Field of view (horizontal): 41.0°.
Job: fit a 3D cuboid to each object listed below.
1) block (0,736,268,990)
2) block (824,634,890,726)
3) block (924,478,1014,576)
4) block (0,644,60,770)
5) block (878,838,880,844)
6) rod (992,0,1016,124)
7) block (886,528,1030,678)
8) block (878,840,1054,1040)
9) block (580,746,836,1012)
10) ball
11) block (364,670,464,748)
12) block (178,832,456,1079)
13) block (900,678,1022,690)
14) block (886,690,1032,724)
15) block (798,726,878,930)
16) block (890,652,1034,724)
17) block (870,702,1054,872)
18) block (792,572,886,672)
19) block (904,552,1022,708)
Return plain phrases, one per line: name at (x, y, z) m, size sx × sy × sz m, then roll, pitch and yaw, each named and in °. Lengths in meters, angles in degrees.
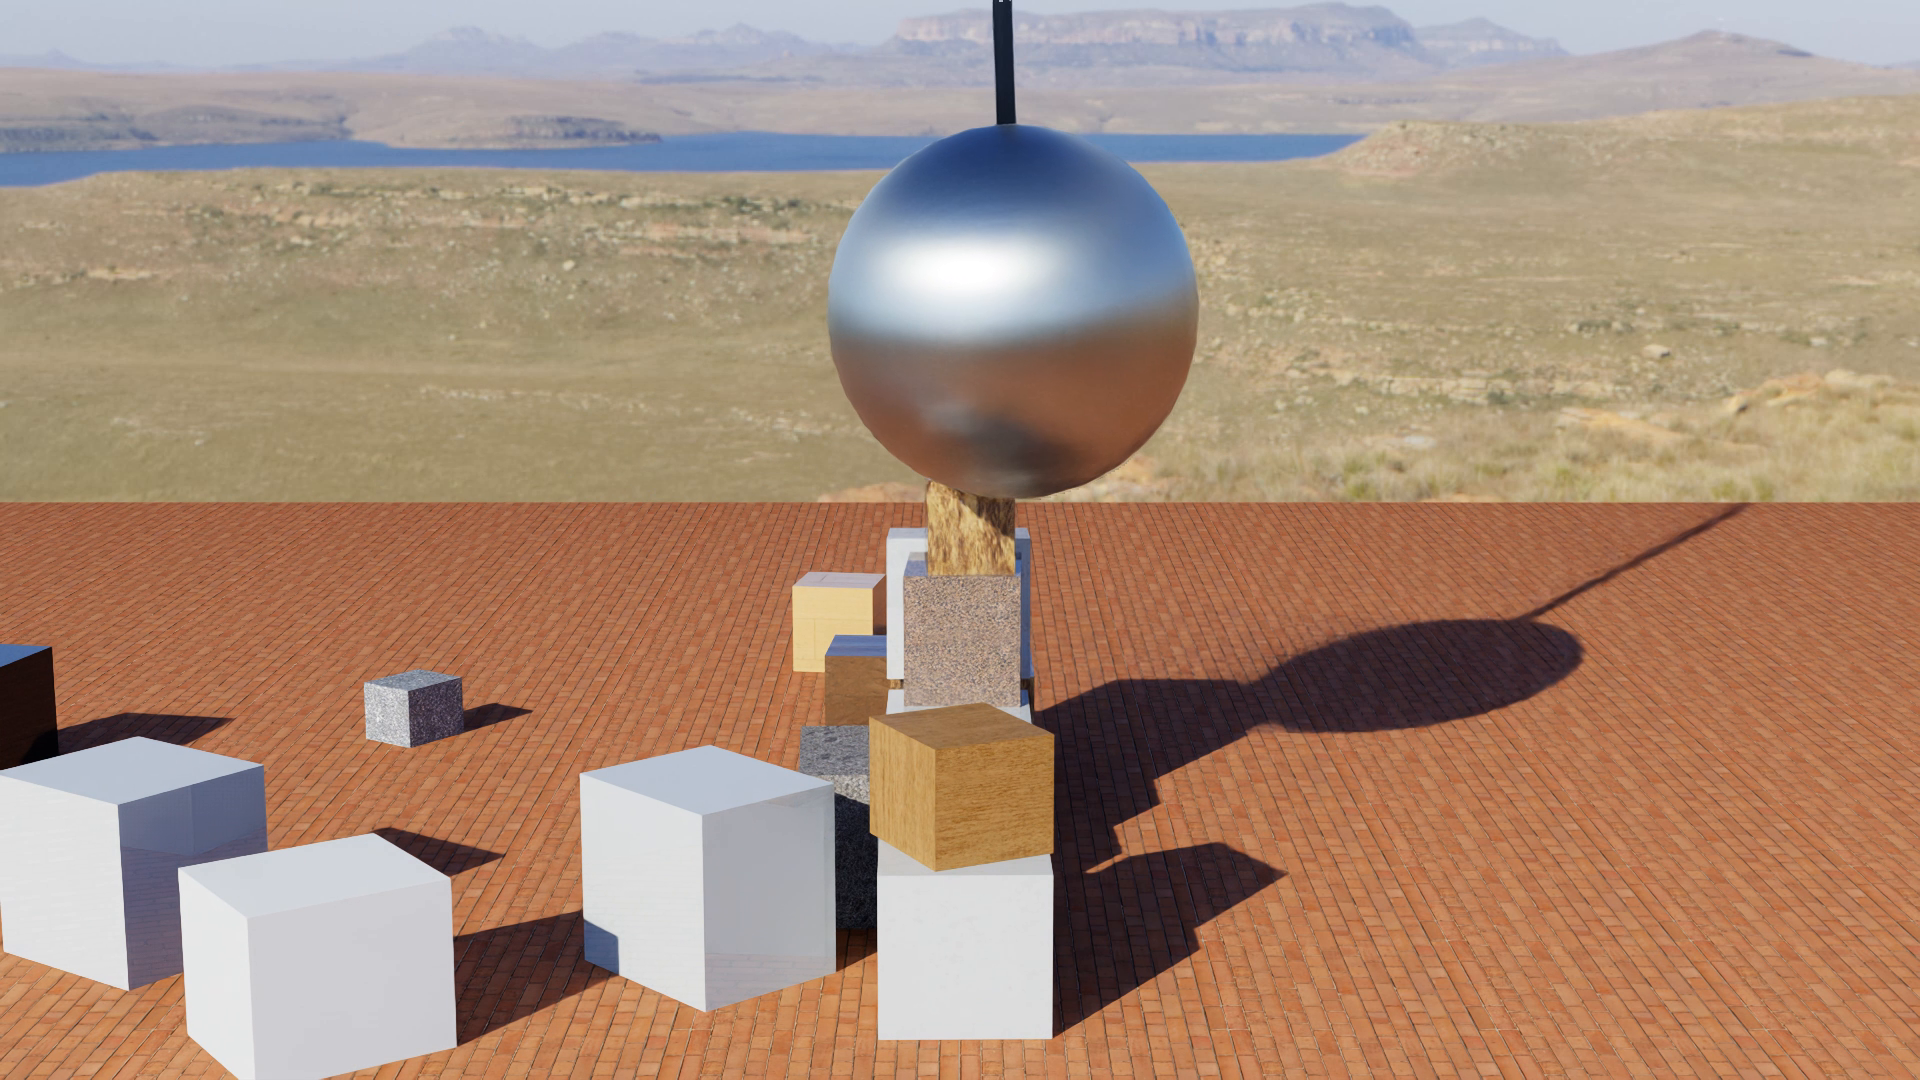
block at (-3.346, 1.289, 10.389) m, size 0.795 × 0.747 × 0.707 m, roll 7°, pitch 13°, yaw 34°
block at (-0.424, 0.813, 13.663) m, size 0.534 × 0.512 × 0.518 m, roll 1°, pitch 10°, yaw 3°
block at (0.040, -0.094, 11.863) m, size 0.396 × 0.434 × 0.434 m, roll -1°, pitch 10°, yaw -3°
block at (-5.012, 0.889, 12.923) m, size 0.669 × 0.627 × 0.571 m, roll 2°, pitch 11°, yaw 11°
block at (-0.013, 1.428, 10.335) m, size 0.634 × 0.493 × 0.570 m, roll 0°, pitch 10°, yaw -2°
rod at (0.098, -4.318, 10.395) m, size 0.080 × 5.200 × 0.080 m, roll -2°, pitch 10°, yaw 0°
block at (-0.007, 0.304, 12.645) m, size 0.690 × 0.678 × 0.620 m, roll 0°, pitch 5°, yaw 0°
block at (0.015, 1.472, 9.715) m, size 0.641 × 0.628 × 0.653 m, roll 0°, pitch 10°, yaw -1°
block at (-0.998, 1.318, 10.155) m, size 0.646 × 0.774 × 0.796 m, roll -9°, pitch 14°, yaw -42°
ball at (0.226, -0.975, 11.003) m, size 1.600 × 1.600 × 1.600 m, roll 0°, pitch 10°, yaw 0°
block at (-2.926, 0.900, 13.753) m, size 0.339 × 0.309 × 0.386 m, roll 7°, pitch 13°, yaw 35°
block at (-2.349, 1.526, 9.379) m, size 0.757 × 0.642 × 0.696 m, roll -7°, pitch 13°, yaw -35°
block at (0.002, 0.992, 12.418) m, size 0.583 × 0.604 × 0.563 m, roll 0°, pitch 10°, yaw 0°
block at (-0.008, 1.086, 11.786) m, size 0.653 × 0.647 × 0.707 m, roll 0°, pitch 10°, yaw 0°
block at (-0.315, 1.218, 11.018) m, size 0.736 × 0.662 × 0.814 m, roll 0°, pitch 10°, yaw -3°
block at (0.011, 0.894, 13.046) m, size 0.710 × 0.573 × 0.696 m, roll 0°, pitch 10°, yaw 0°
block at (0.002, 0.923, 9.695) m, size 0.495 × 0.460 × 0.556 m, roll -5°, pitch 12°, yaw -27°
block at (-0.719, 0.493, 15.414) m, size 0.480 × 0.514 × 0.457 m, roll 2°, pitch 10°, yaw 9°
block at (0.018, 0.411, 11.997) m, size 0.534 × 0.607 × 0.608 m, roll 0°, pitch 10°, yaw 2°
